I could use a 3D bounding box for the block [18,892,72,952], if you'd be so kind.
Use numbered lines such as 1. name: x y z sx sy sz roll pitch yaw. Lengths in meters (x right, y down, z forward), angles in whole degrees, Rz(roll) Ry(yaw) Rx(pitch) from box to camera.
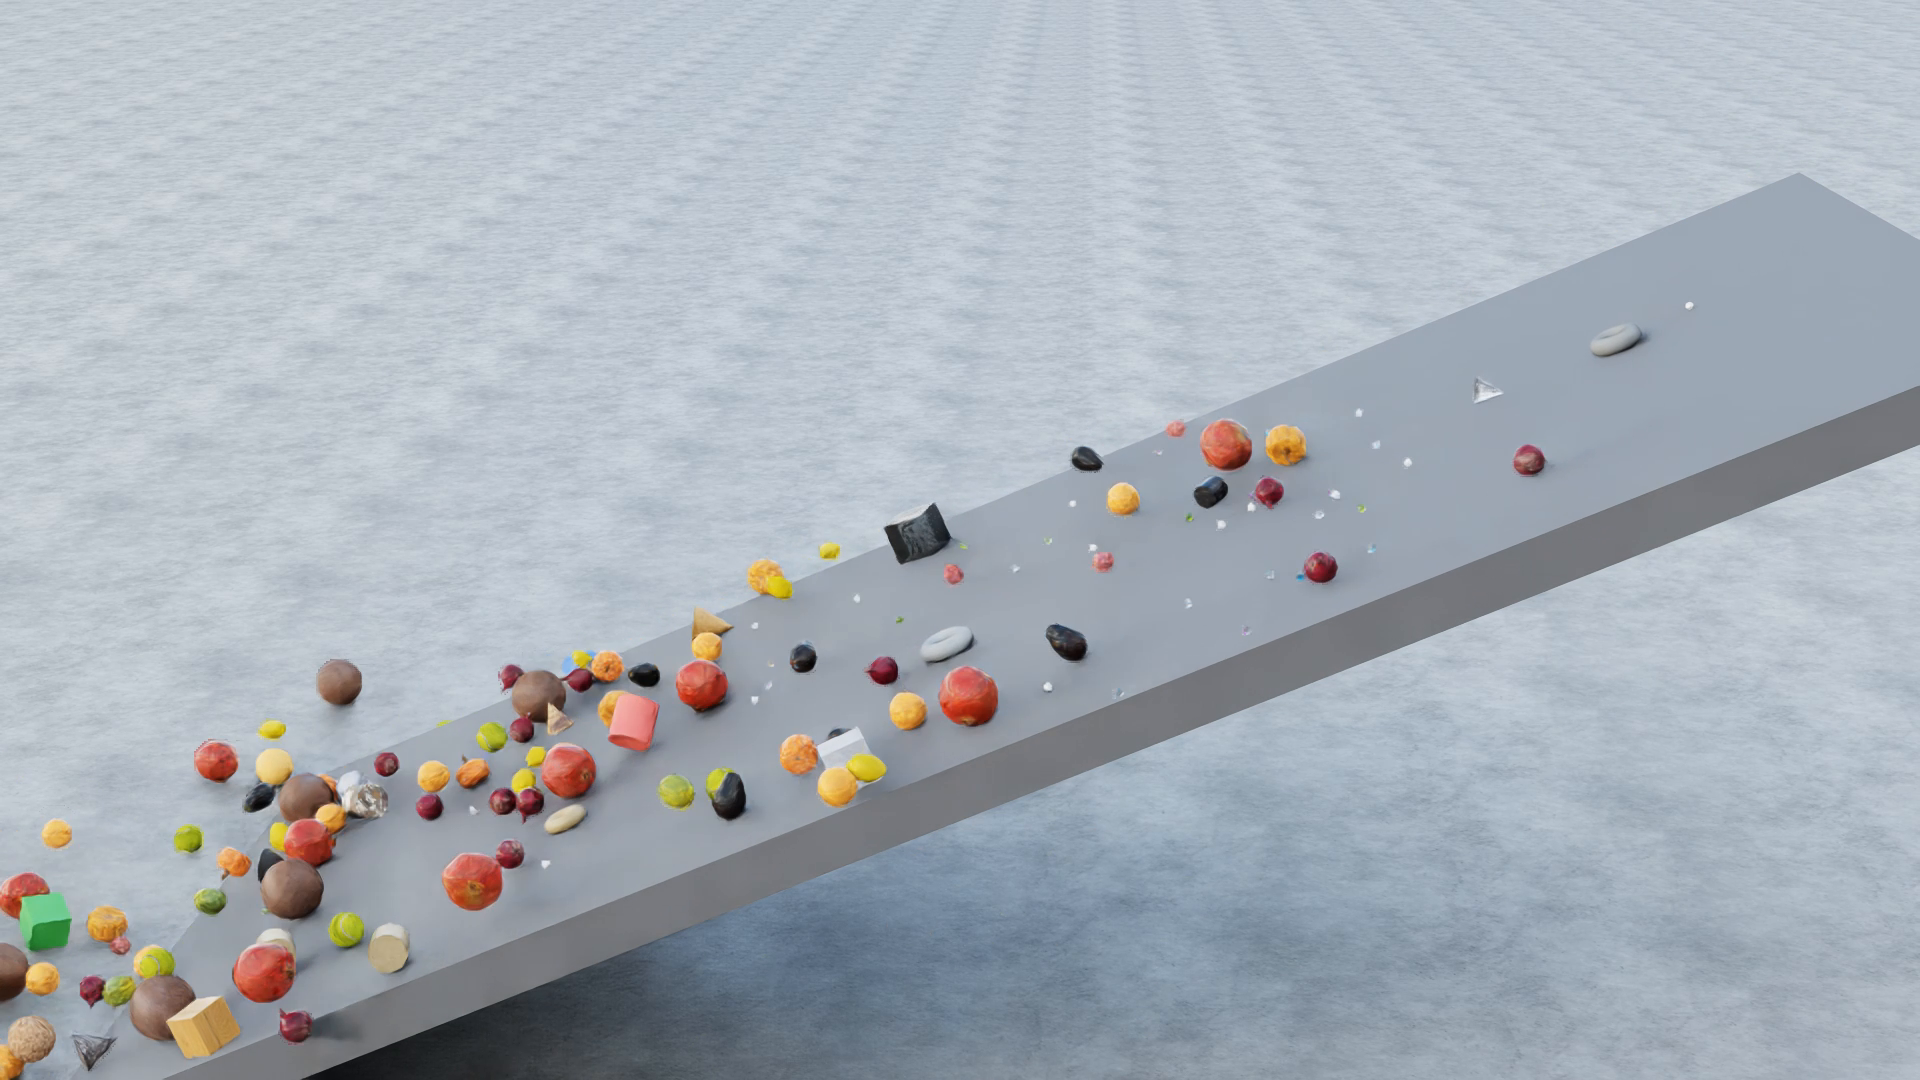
1. block: -2.080 0.868 6.687 0.087 0.087 0.087 -6 41 -33

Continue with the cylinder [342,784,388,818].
1. cylinder: -1.381 0.608 6.831 0.080 0.080 0.080 -11 3 -37

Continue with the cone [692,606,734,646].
1. cone: -0.595 0.209 7.124 0.098 0.098 0.098 3 15 -1

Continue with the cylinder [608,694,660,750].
1. cylinder: -0.704 0.394 6.350 0.093 0.093 0.093 10 -22 4

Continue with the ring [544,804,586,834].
1. ring: -0.811 0.574 6.042 0.090 0.030 0.090 -24 12 5

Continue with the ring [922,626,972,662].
1. ring: -0.027 0.215 6.072 0.116 0.039 0.116 -23 14 6

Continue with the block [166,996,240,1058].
1. block: -1.441 0.928 5.606 0.082 0.082 0.082 -13 16 40

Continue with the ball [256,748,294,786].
1. ball: -1.812 0.599 7.770 0.098 0.098 0.098 0 15 0

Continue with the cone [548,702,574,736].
1. cone: -0.948 0.410 6.879 0.070 0.070 0.070 -23 12 5

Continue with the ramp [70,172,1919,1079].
1. ramp: 0.129 0.171 6.286 4.000 0.100 2.000 -22 13 8

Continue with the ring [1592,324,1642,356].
1. ring: 1.369 -0.418 6.138 0.109 0.036 0.109 -24 13 6

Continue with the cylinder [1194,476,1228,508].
1. cylinder: 0.538 -0.103 6.314 0.053 0.053 0.053 10 30 34

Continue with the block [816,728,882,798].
1. block: -0.207 0.413 5.467 0.086 0.086 0.086 -25 12 -4

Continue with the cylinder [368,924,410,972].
1. cylinder: -1.086 0.776 5.595 0.074 0.074 0.074 -2 10 -6

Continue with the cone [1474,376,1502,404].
1. cone: 1.114 -0.313 6.191 0.060 0.060 0.060 5 15 6

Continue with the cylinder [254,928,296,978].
1. cylinder: -1.367 0.824 5.872 0.080 0.080 0.080 -4 8 -15

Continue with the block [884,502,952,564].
1. block: -0.102 -0.017 7.026 0.099 0.099 0.099 -16 15 32

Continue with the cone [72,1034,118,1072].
1. cone: -1.704 1.000 5.821 0.079 0.079 0.079 -22 23 -24

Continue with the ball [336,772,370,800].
1. ball: -1.443 0.592 7.004 0.082 0.082 0.082 0 15 0

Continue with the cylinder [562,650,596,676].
1. cylinder: -1.117 0.372 8.673 0.080 0.080 0.080 10 17 33

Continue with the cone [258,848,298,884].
1. cone: -1.534 0.742 6.654 0.082 0.082 0.082 6 15 7

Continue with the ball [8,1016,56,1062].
1. ball: -1.895 1.018 6.001 0.094 0.094 0.094 0 15 0

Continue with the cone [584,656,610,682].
1. cone: -0.872 0.329 7.169 0.066 0.066 0.066 -8 32 -29
